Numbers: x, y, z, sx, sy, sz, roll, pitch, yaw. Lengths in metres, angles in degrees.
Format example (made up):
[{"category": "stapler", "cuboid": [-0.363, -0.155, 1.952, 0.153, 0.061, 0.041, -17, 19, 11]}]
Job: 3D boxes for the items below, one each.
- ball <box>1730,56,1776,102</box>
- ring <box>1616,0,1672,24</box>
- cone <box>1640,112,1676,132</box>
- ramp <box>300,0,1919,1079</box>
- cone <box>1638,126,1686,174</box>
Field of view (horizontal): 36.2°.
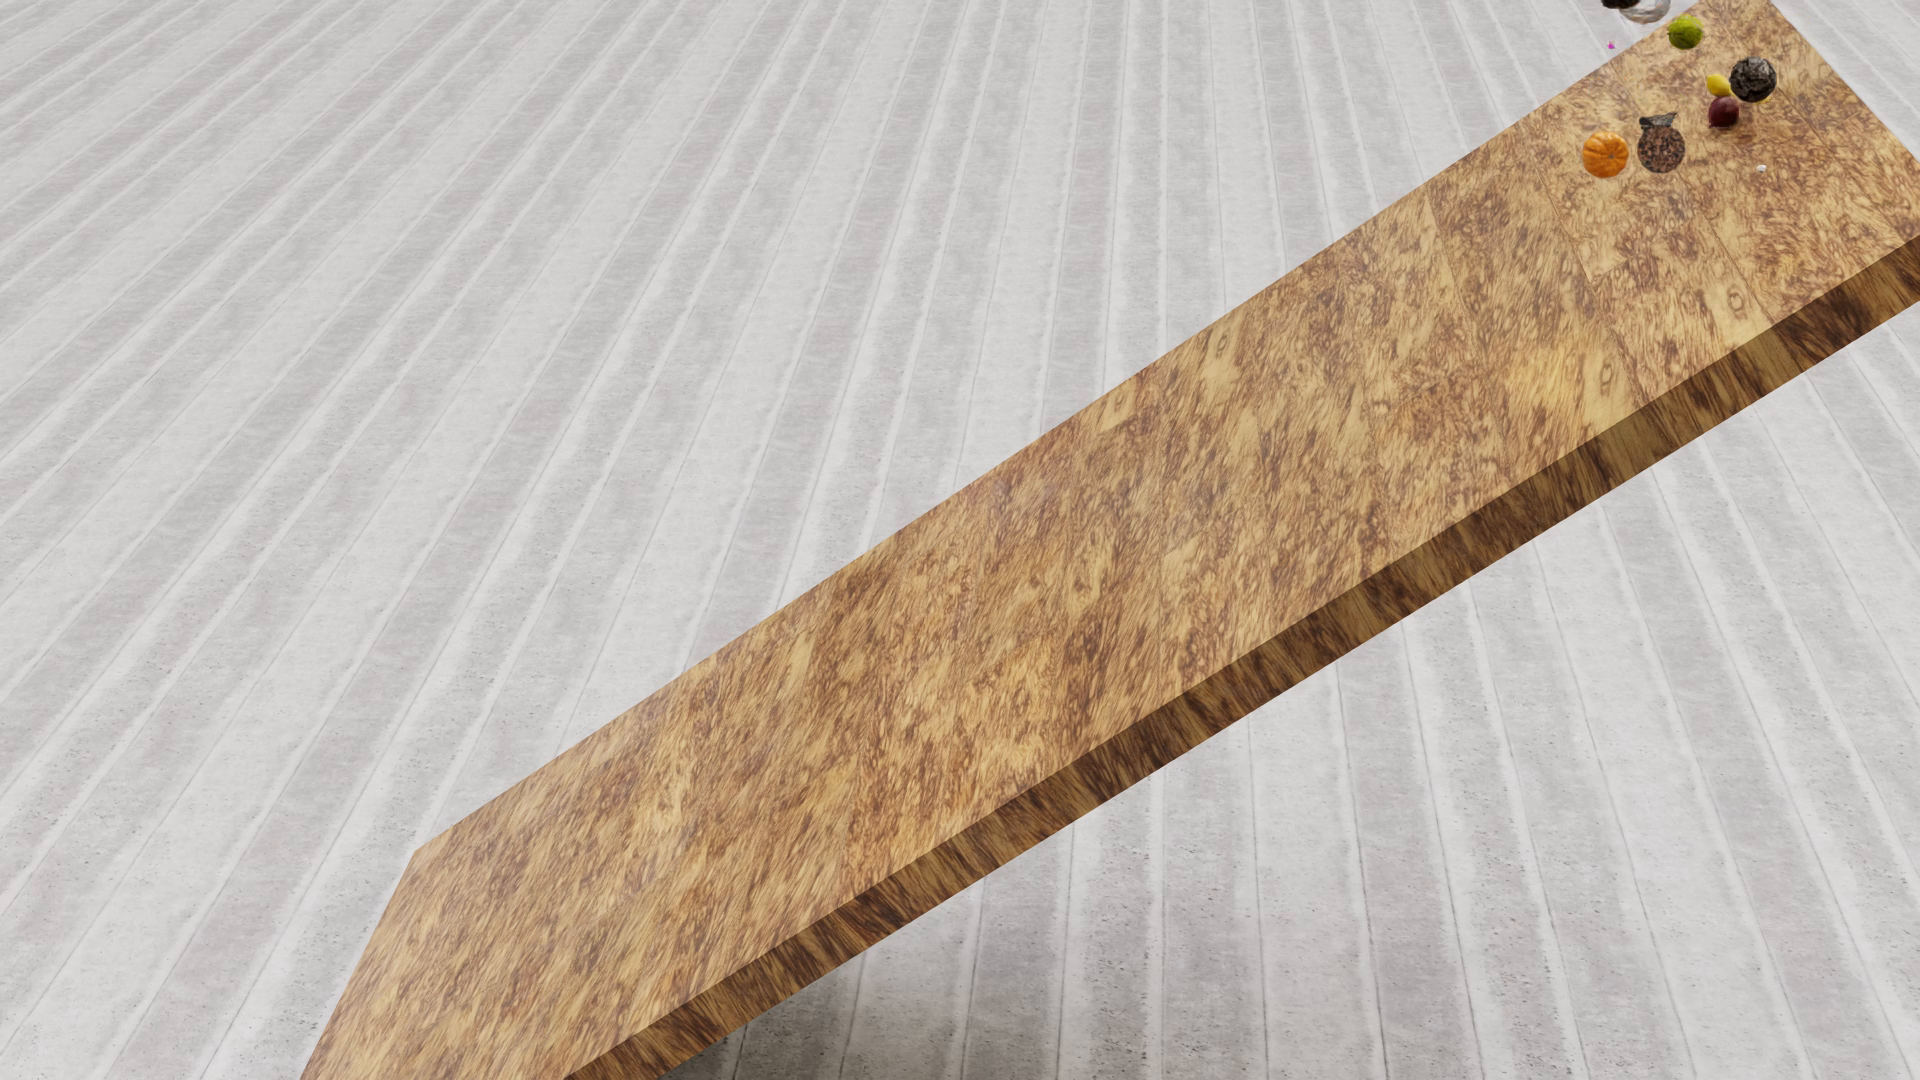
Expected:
[{"category": "ball", "cuboid": [1.558, -0.905, 5.779, 0.089, 0.089, 0.089, 0, 22, 0]}, {"category": "ring", "cuboid": [1.326, -1.050, 5.704, 0.110, 0.037, 0.110, -2, 65, 5]}, {"category": "cone", "cuboid": [1.354, -0.804, 5.657, 0.065, 0.065, 0.065, -36, 30, -6]}, {"category": "ramp", "cuboid": [0.133, 0.176, 6.313, 4.000, 0.100, 2.000, -33, 16, 16]}, {"category": "cone", "cuboid": [1.349, -0.748, 5.624, 0.091, 0.091, 0.091, 9, 11, 22]}]
